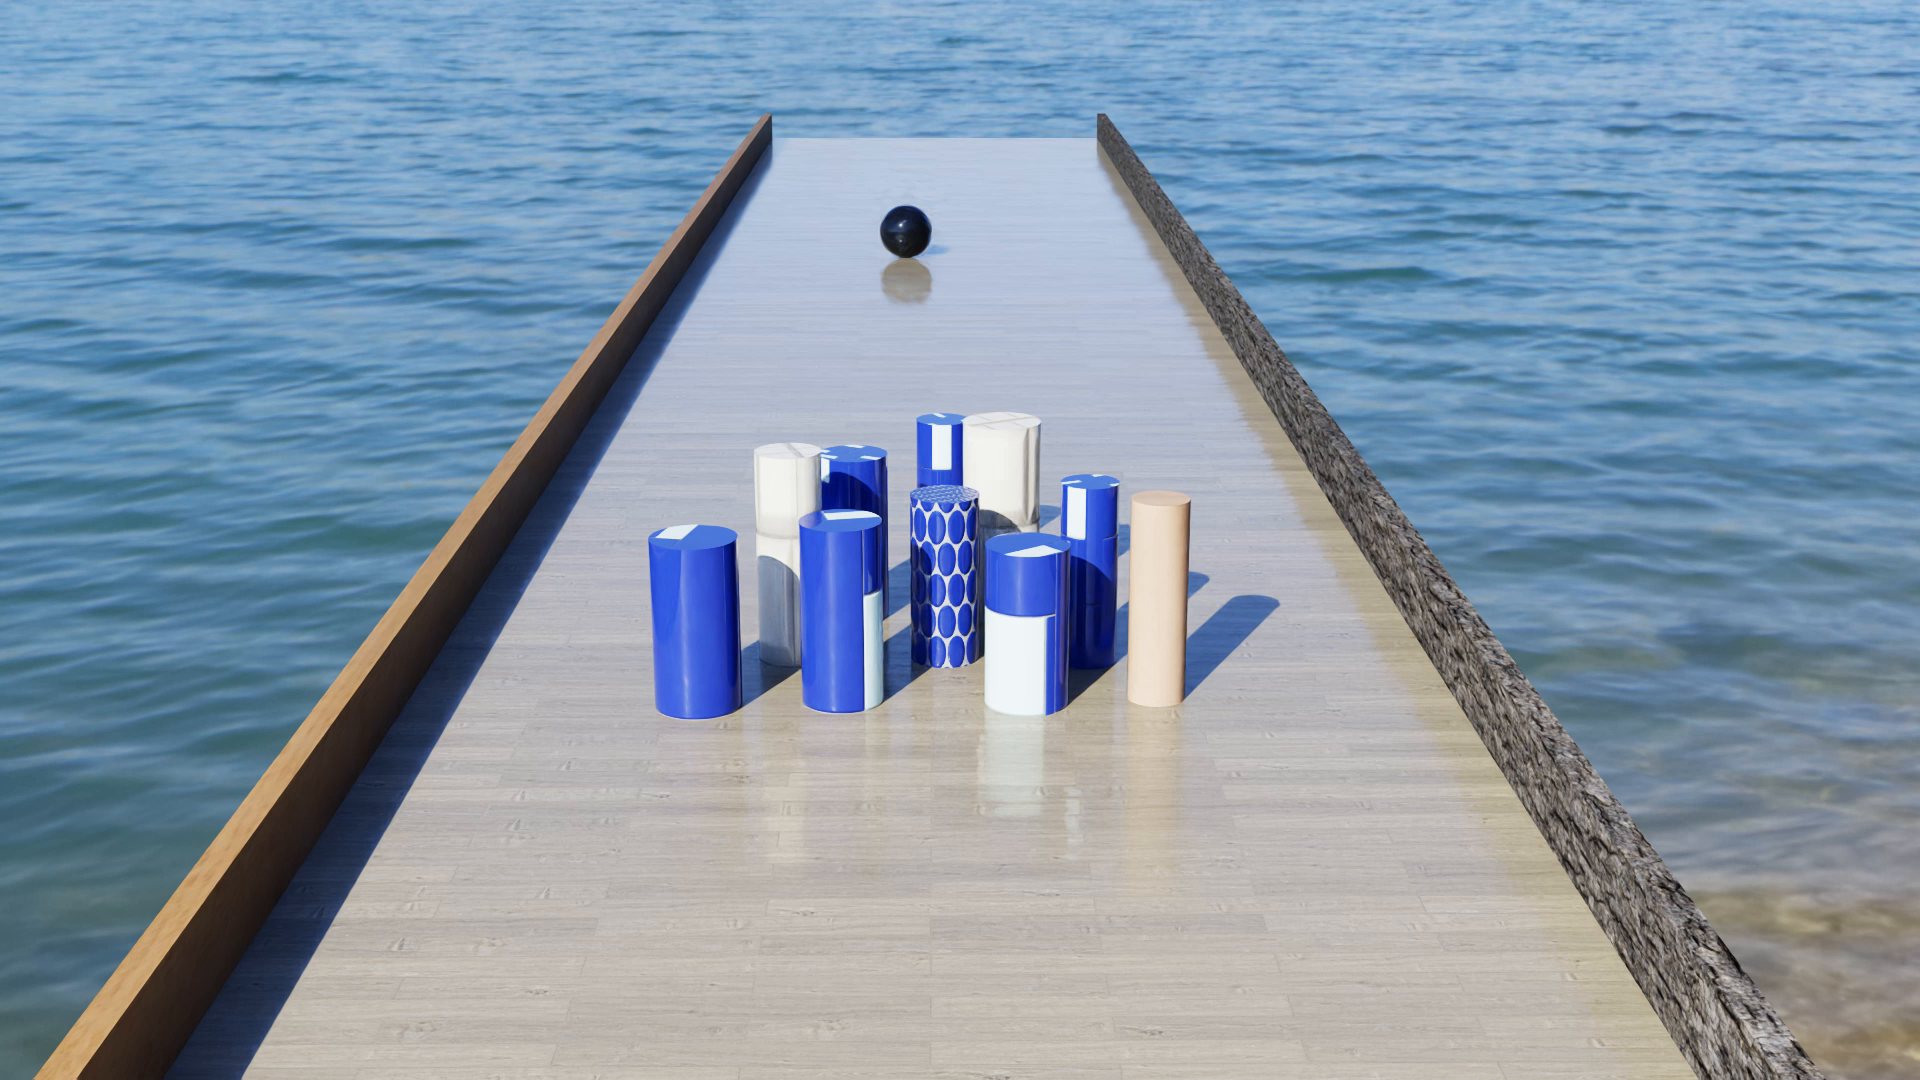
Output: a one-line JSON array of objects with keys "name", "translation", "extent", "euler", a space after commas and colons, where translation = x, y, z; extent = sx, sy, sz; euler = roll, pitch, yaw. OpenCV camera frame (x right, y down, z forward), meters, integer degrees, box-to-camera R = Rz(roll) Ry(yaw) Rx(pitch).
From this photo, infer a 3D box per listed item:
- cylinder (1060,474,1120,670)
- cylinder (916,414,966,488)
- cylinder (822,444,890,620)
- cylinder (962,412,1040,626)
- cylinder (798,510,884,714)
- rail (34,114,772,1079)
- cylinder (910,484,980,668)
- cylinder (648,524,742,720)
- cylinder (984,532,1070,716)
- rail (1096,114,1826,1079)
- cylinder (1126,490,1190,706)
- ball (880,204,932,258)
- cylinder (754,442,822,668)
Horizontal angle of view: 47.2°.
[{"name": "cylinder", "translation": [0.256, 0.063, 4.365], "extent": [0.115, 0.370, 0.115], "euler": [0, 17, 0]}, {"name": "cylinder", "translation": [-0.039, -0.094, 4.912], "extent": [0.116, 0.360, 0.116], "euler": [0, 17, 0]}, {"name": "cylinder", "translation": [-0.224, -0.011, 4.644], "extent": [0.145, 0.354, 0.145], "euler": [0, 17, 0]}, {"name": "cylinder", "translation": [0.087, -0.043, 4.627], "extent": [0.162, 0.425, 0.162], "euler": [0, 17, 0]}, {"name": "cylinder", "translation": [-0.223, 0.134, 4.151], "extent": [0.156, 0.356, 0.156], "euler": [0, 17, 0]}, {"name": "rail", "translation": [-1.118, -0.838, 7.780], "extent": [0.050, 0.150, 12.000], "euler": [0, 17, -1]}, {"name": "cylinder", "translation": [-0.030, 0.072, 4.388], "extent": [0.138, 0.340, 0.138], "euler": [0, 17, 0]}, {"name": "cylinder", "translation": [-0.495, 0.154, 4.129], "extent": [0.166, 0.332, 0.166], "euler": [0, 17, 0]}, {"name": "cylinder", "translation": [0.127, 0.158, 4.146], "extent": [0.160, 0.313, 0.160], "euler": [0, 17, 0]}, {"name": "rail", "translation": [0.932, -0.844, 7.801], "extent": [0.050, 0.150, 12.000], "euler": [0, 17, -1]}, {"name": "cylinder", "translation": [0.375, 0.111, 4.161], "extent": [0.111, 0.395, 0.111], "euler": [0, 17, 0]}, {"name": "ball", "translation": [-0.225, -1.287, 9.166], "extent": [0.221, 0.221, 0.221], "euler": [0, 17, 0]}, {"name": "cylinder", "translation": [-0.338, 0.031, 4.373], "extent": [0.132, 0.428, 0.132], "euler": [0, 17, 0]}]
